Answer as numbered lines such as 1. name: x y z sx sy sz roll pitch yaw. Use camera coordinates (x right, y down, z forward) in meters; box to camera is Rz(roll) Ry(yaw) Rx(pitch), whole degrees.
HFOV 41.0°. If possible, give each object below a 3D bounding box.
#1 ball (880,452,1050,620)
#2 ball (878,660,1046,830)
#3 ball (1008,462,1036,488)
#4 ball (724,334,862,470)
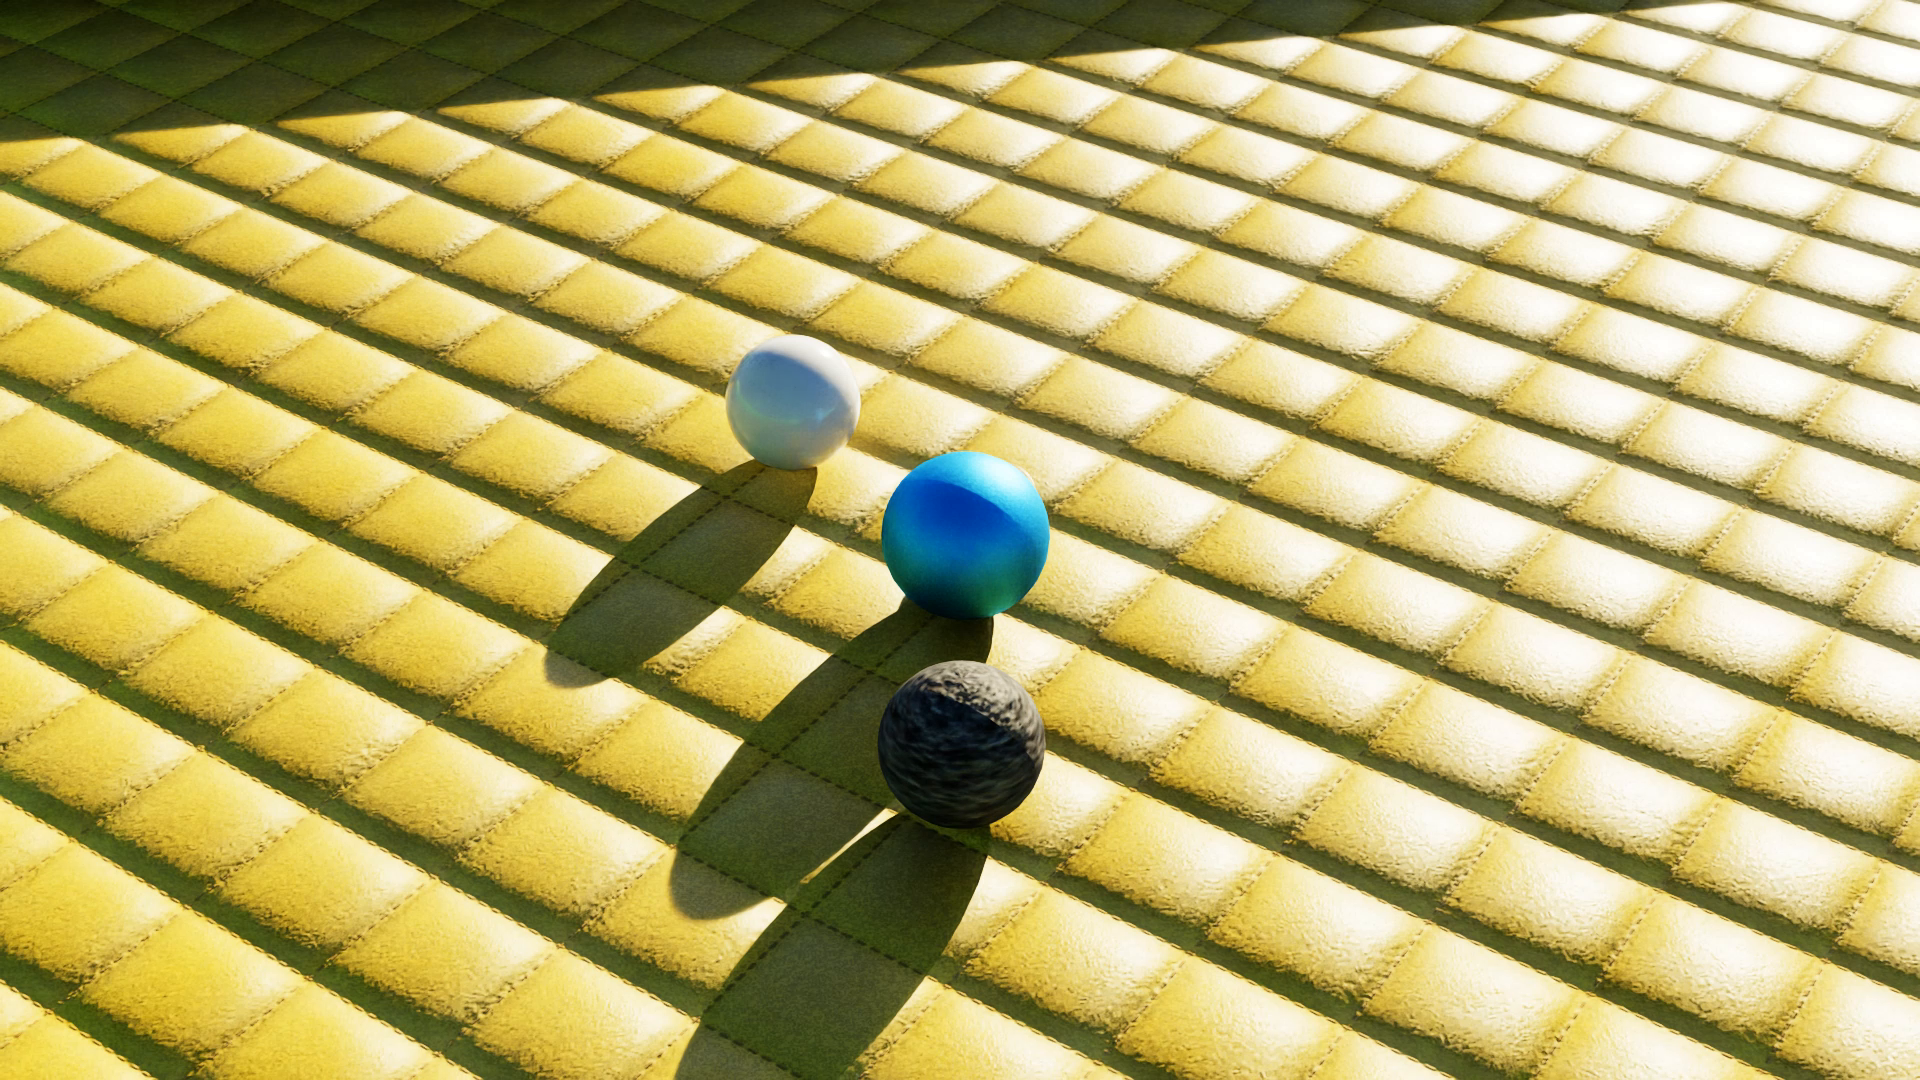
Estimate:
1. ball: 0.003 -0.002 1.497 0.099 0.099 0.099 0 36 0
2. ball: 0.001 0.108 1.355 0.089 0.089 0.089 0 36 0
3. ball: 0.026 -0.027 1.578 0.041 0.041 0.041 0 36 0
4. ball: -0.106 -0.087 1.622 0.086 0.086 0.086 0 36 0
